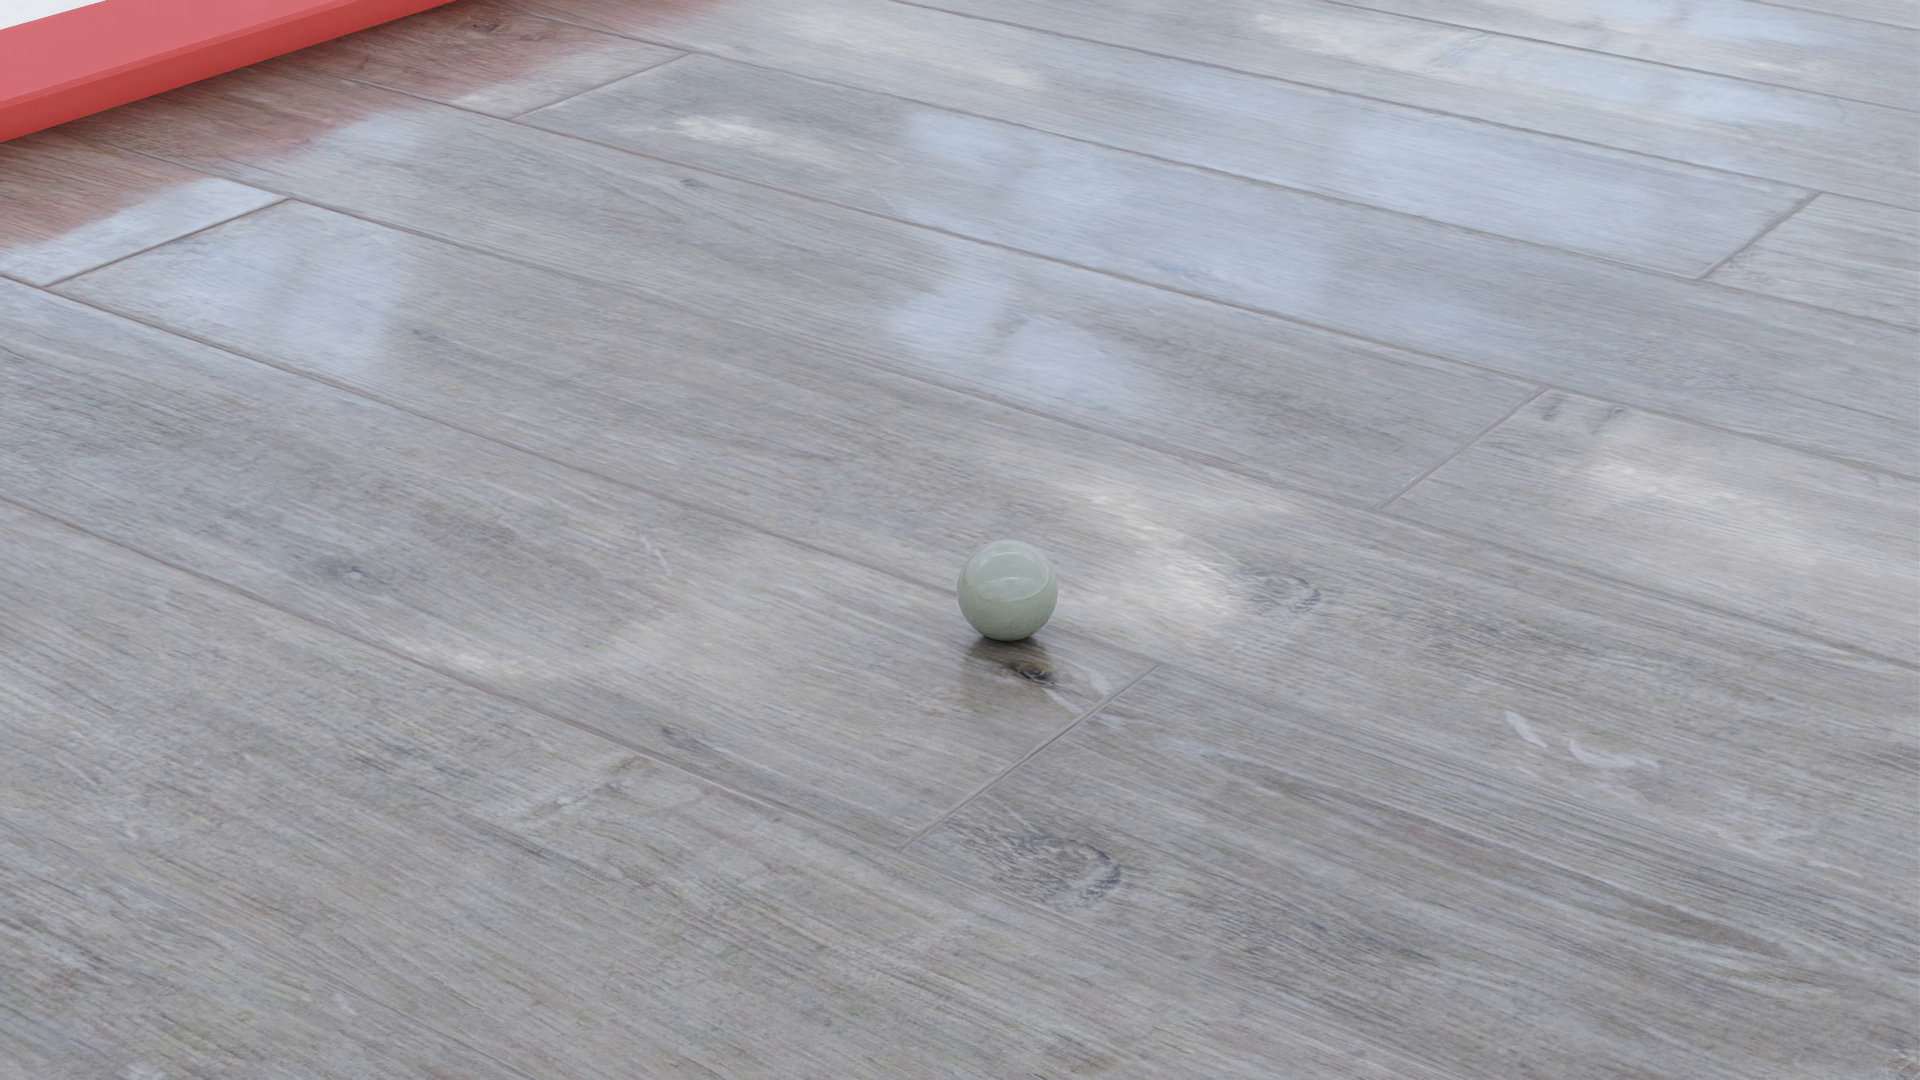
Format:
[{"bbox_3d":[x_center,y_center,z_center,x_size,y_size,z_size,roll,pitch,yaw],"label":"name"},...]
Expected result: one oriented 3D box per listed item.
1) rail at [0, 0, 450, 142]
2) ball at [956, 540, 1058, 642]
[{"bbox_3d":[-0.325,-0.668,3.077,0.045,0.094,3.978,18,31,32],"label":"rail"},{"bbox_3d":[0.028,0.029,1.704,0.059,0.059,0.059,0,26,0],"label":"ball"}]
